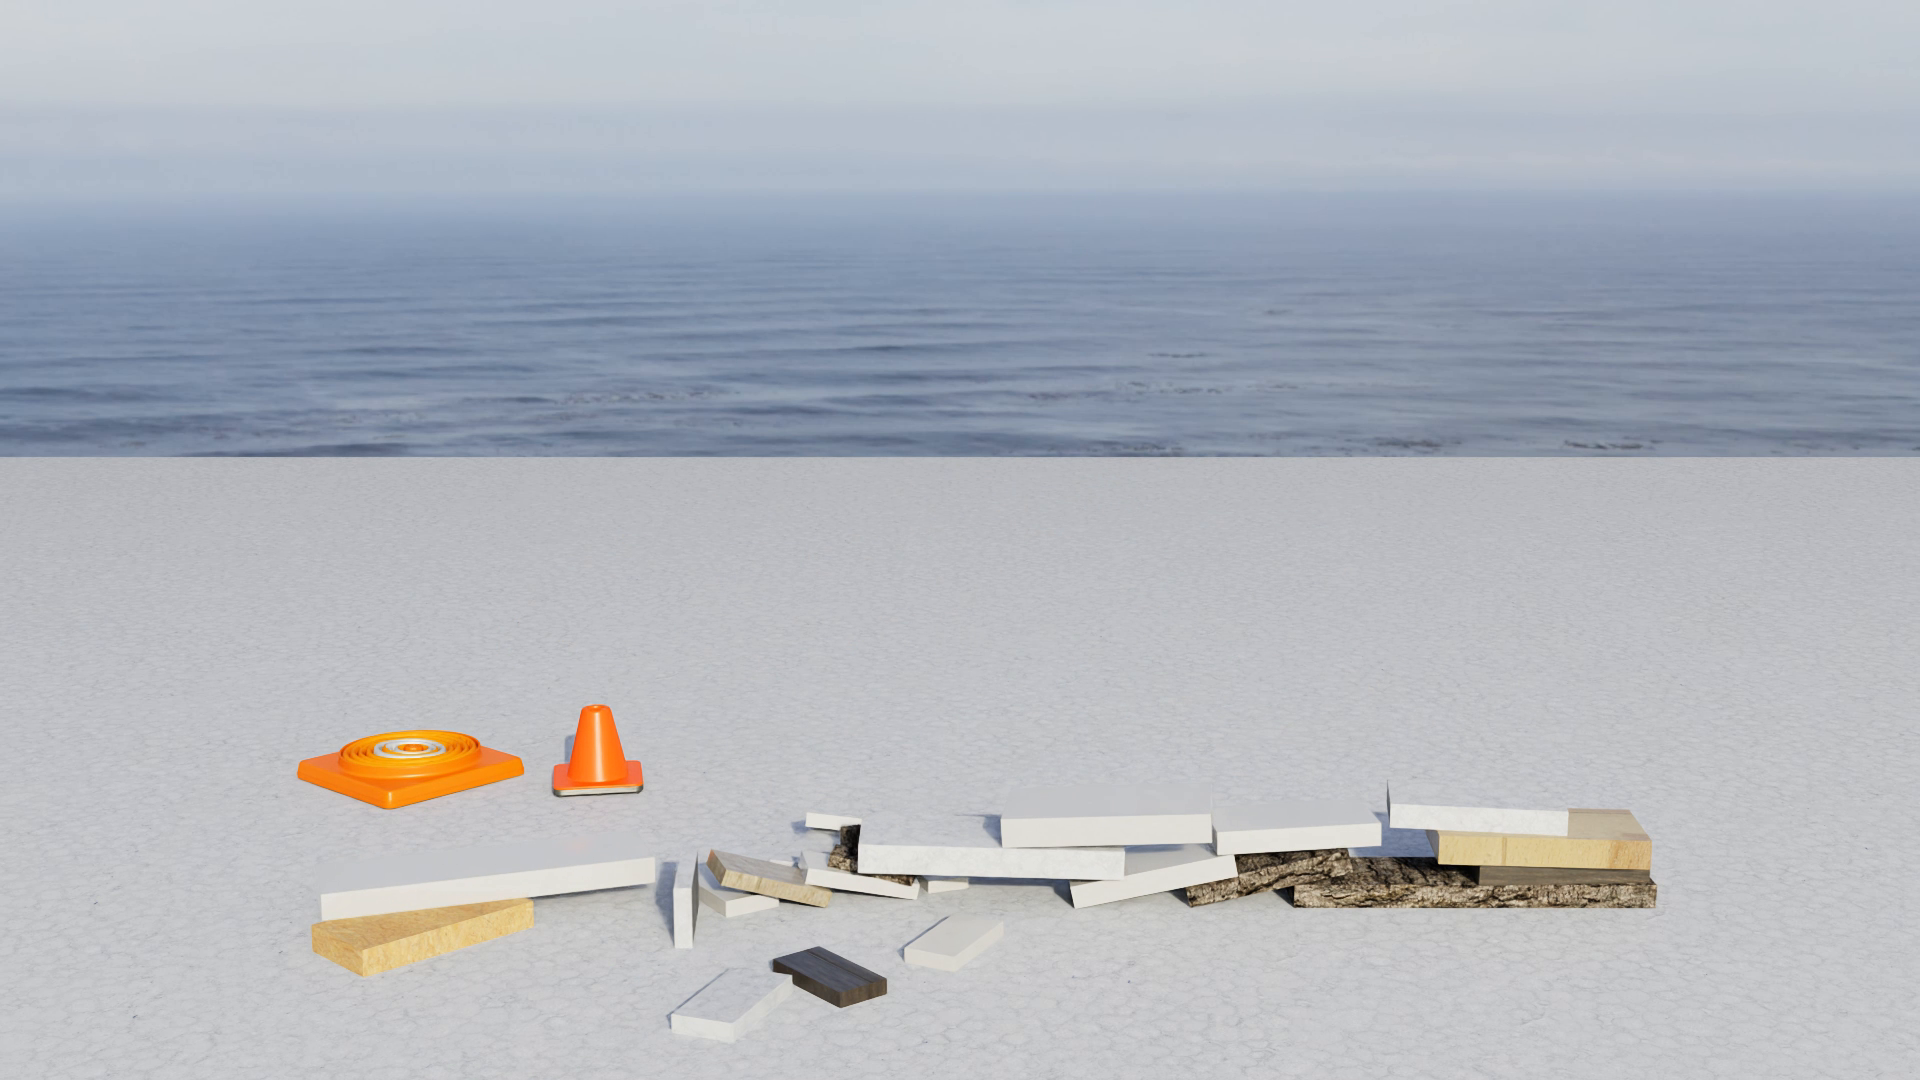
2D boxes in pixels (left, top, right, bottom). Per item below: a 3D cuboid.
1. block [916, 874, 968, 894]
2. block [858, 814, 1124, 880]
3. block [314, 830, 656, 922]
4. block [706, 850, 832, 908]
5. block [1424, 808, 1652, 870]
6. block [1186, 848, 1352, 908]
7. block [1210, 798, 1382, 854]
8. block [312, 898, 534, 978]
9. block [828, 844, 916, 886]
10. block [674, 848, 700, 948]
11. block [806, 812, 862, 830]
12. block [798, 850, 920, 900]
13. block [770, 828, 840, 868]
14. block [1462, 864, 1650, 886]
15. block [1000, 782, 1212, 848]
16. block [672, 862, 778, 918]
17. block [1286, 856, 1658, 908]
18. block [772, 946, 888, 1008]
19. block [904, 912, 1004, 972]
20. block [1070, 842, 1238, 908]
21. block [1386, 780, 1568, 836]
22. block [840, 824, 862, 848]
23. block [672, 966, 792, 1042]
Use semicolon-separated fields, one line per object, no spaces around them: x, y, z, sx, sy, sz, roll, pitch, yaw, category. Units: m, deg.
-0.046;0.565;3.747;0.072;0.020;0.143;-4;11;-22;block
0.050;0.507;3.644;0.431;0.048;0.169;2;10;0;block
-0.771;0.542;3.574;0.525;0.043;0.152;-4;11;-20;block
-0.313;0.554;3.604;0.189;0.027;0.095;17;7;-24;block
0.952;0.490;3.637;0.338;0.048;0.169;1;11;4;block
0.507;0.541;3.656;0.271;0.038;0.135;-13;10;4;block
0.547;0.475;3.647;0.271;0.038;0.135;-3;11;-5;block
-0.843;0.607;3.459;0.152;0.043;0.304;10;15;44;block
-0.143;0.540;3.653;0.143;0.020;0.072;13;8;4;block
-0.436;0.570;3.512;0.027;0.097;0.194;-1;11;-4;block
-0.182;0.509;3.923;0.176;0.024;0.085;6;-8;3;block
-0.169;0.557;3.661;0.189;0.027;0.095;10;8;-13;block
-0.249;0.546;3.833;0.094;0.027;0.189;4;11;20;block
0.984;0.531;3.660;0.283;0.040;0.141;-1;11;-3;block
0.245;0.452;3.617;0.337;0.048;0.169;-2;11;7;block
-0.391;0.578;3.659;0.097;0.027;0.194;-7;13;-33;block
0.843;0.570;3.665;0.592;0.040;0.141;0;11;0;block
-0.195;0.650;3.278;0.086;0.024;0.171;-9;14;-39;block
-0.008;0.624;3.417;0.086;0.024;0.171;5;12;26;block
0.318;0.545;3.652;0.271;0.038;0.135;-12;10;3;block
0.855;0.443;3.649;0.283;0.040;0.141;2;11;8;block
-0.136;0.526;3.816;0.143;0.072;0.020;-4;11;-22;block
-0.327;0.668;3.173;0.097;0.027;0.194;4;11;21;block
